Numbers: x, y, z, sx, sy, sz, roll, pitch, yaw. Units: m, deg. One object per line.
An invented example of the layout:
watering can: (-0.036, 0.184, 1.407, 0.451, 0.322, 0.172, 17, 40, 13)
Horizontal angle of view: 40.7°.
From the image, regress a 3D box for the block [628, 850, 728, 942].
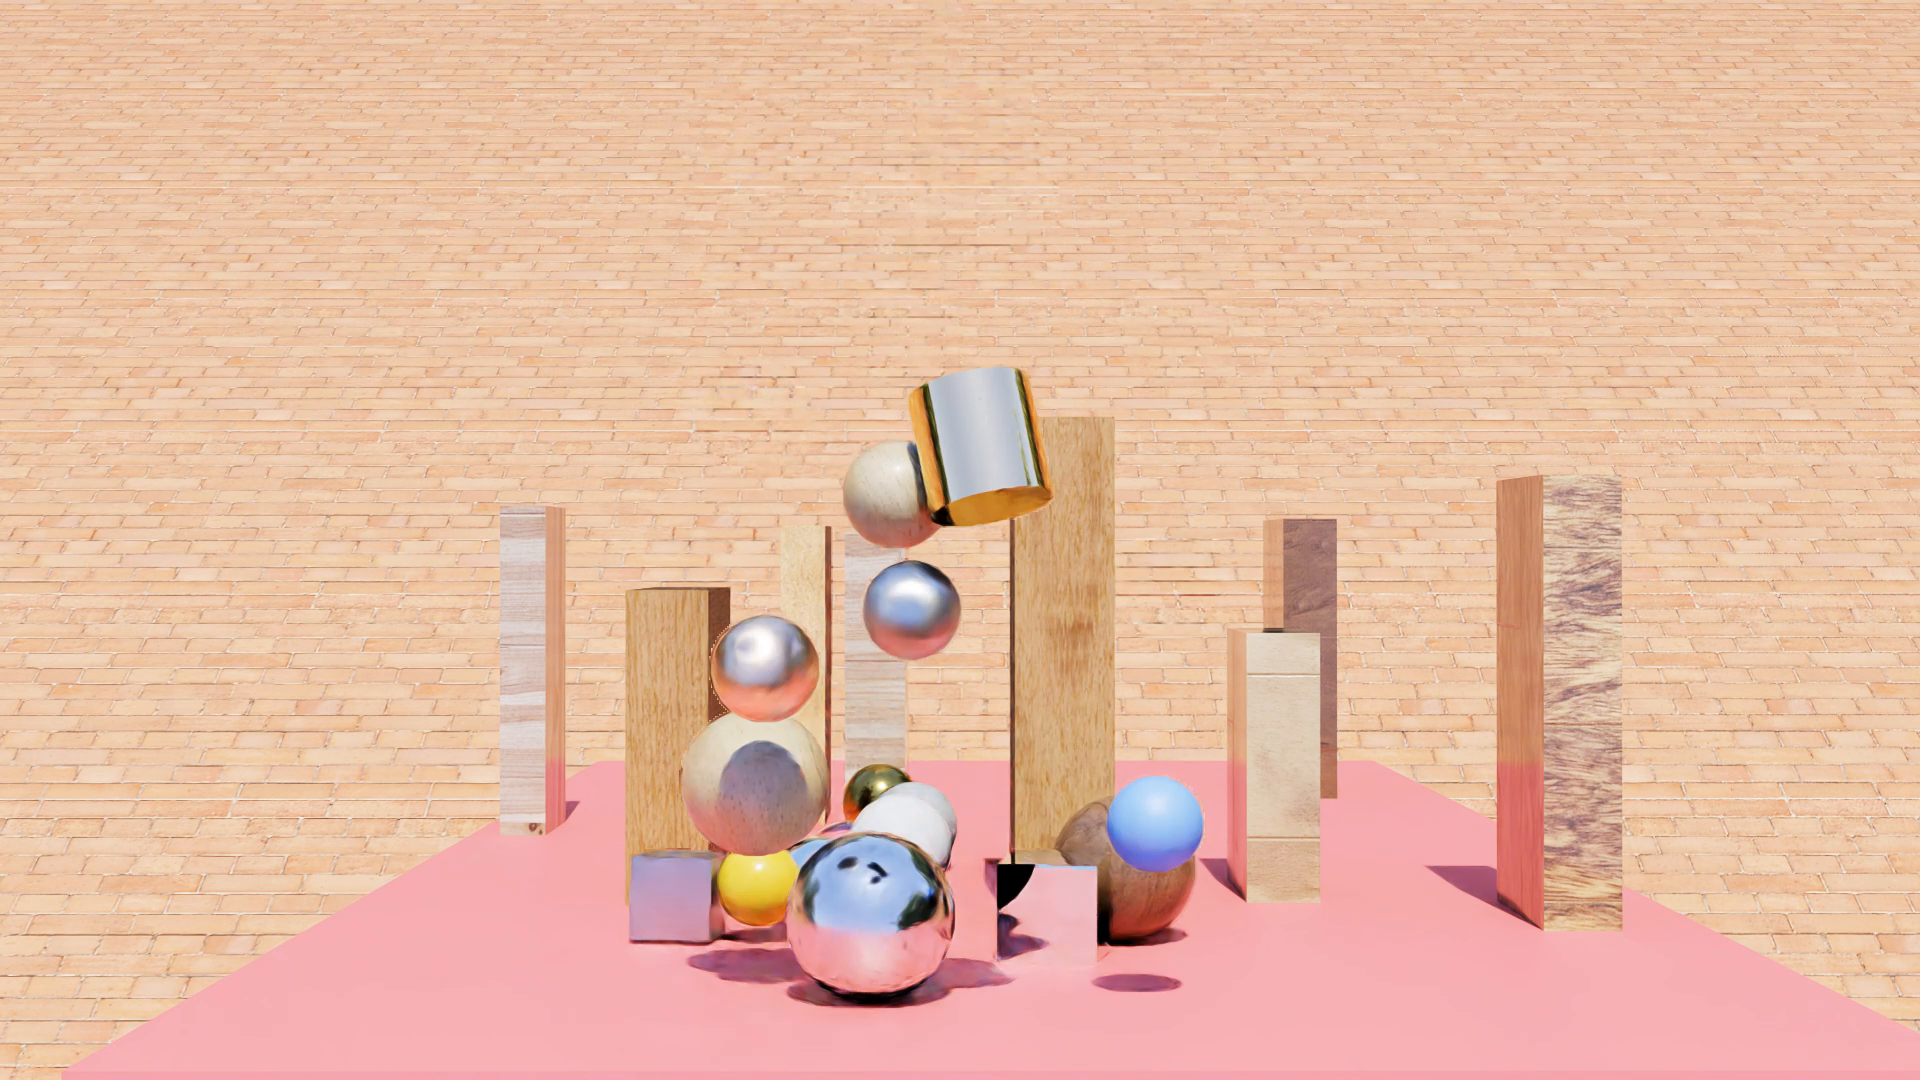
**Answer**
block: (-0.390, 0.493, 3.597, 0.112, 0.112, 0.112, 1, -2, 7)

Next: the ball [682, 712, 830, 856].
ball: (-0.255, 0.303, 3.236, 0.185, 0.185, 0.185, 0, 31, 0)

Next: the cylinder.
cylinder: (0.022, -0.102, 2.855, 0.138, 0.138, 0.138, -8, 76, -13)

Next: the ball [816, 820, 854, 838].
ball: (-0.172, 0.492, 3.949, 0.127, 0.127, 0.127, 0, 31, 0)

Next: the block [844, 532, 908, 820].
block: (-0.150, 0.273, 4.691, 0.107, 0.573, 0.270, 0, 0, 0)

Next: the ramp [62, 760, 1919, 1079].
ramp: (0.069, 0.610, 4.679, 2.000, 0.100, 4.000, 0, 0, 0)

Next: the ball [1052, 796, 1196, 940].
ball: (0.225, 0.453, 3.578, 0.200, 0.200, 0.200, 0, 31, 0)

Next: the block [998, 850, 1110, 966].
block: (0.125, 0.486, 3.430, 0.130, 0.130, 0.130, 0, 1, 11)

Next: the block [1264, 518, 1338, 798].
block: (0.764, 0.259, 5.831, 0.117, 0.611, 0.374, 0, 0, 0)

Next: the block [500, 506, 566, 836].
block: (-0.831, 0.249, 5.043, 0.087, 0.626, 0.253, 0, 0, 0)

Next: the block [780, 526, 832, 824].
block: (-0.311, 0.267, 5.251, 0.089, 0.590, 0.260, 0, 0, 0)

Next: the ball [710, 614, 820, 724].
ball: (-0.227, 0.150, 3.024, 0.127, 0.127, 0.127, 0, 31, 0)

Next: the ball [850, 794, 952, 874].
ball: (-0.087, 0.444, 3.754, 0.152, 0.152, 0.152, 0, 31, 0)

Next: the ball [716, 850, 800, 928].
ball: (-0.277, 0.475, 3.573, 0.117, 0.117, 0.117, 0, 31, 0)

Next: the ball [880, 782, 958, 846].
ball: (-0.079, 0.482, 4.360, 0.150, 0.150, 0.150, 0, 31, 0)

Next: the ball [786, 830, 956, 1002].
ball: (-0.107, 0.450, 3.097, 0.204, 0.204, 0.204, 0, 31, 0)

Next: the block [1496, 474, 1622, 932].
block: (0.883, 0.231, 3.830, 0.111, 0.647, 0.320, 0, 0, 0)

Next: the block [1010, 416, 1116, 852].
block: (0.149, 0.190, 3.858, 0.142, 0.730, 0.357, 0, 0, 0)

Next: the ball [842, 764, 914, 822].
ball: (-0.137, 0.455, 4.487, 0.135, 0.135, 0.135, 0, 31, 0)

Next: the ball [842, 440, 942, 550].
ball: (-0.071, -0.052, 2.932, 0.124, 0.124, 0.124, 0, 31, 0)

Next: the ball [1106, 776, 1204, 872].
ball: (0.232, 0.338, 3.080, 0.115, 0.115, 0.115, 0, 31, 0)

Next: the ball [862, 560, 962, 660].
ball: (-0.052, 0.076, 2.806, 0.108, 0.108, 0.108, 0, 31, 0)

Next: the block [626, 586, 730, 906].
block: (-0.446, 0.317, 4.134, 0.126, 0.480, 0.386, 0, 0, 0)

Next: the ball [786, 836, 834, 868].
ball: (-0.200, 0.488, 3.678, 0.134, 0.134, 0.134, 0, 31, 0)

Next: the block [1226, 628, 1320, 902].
block: (0.496, 0.350, 4.114, 0.113, 0.413, 0.290, 0, 0, 0)
